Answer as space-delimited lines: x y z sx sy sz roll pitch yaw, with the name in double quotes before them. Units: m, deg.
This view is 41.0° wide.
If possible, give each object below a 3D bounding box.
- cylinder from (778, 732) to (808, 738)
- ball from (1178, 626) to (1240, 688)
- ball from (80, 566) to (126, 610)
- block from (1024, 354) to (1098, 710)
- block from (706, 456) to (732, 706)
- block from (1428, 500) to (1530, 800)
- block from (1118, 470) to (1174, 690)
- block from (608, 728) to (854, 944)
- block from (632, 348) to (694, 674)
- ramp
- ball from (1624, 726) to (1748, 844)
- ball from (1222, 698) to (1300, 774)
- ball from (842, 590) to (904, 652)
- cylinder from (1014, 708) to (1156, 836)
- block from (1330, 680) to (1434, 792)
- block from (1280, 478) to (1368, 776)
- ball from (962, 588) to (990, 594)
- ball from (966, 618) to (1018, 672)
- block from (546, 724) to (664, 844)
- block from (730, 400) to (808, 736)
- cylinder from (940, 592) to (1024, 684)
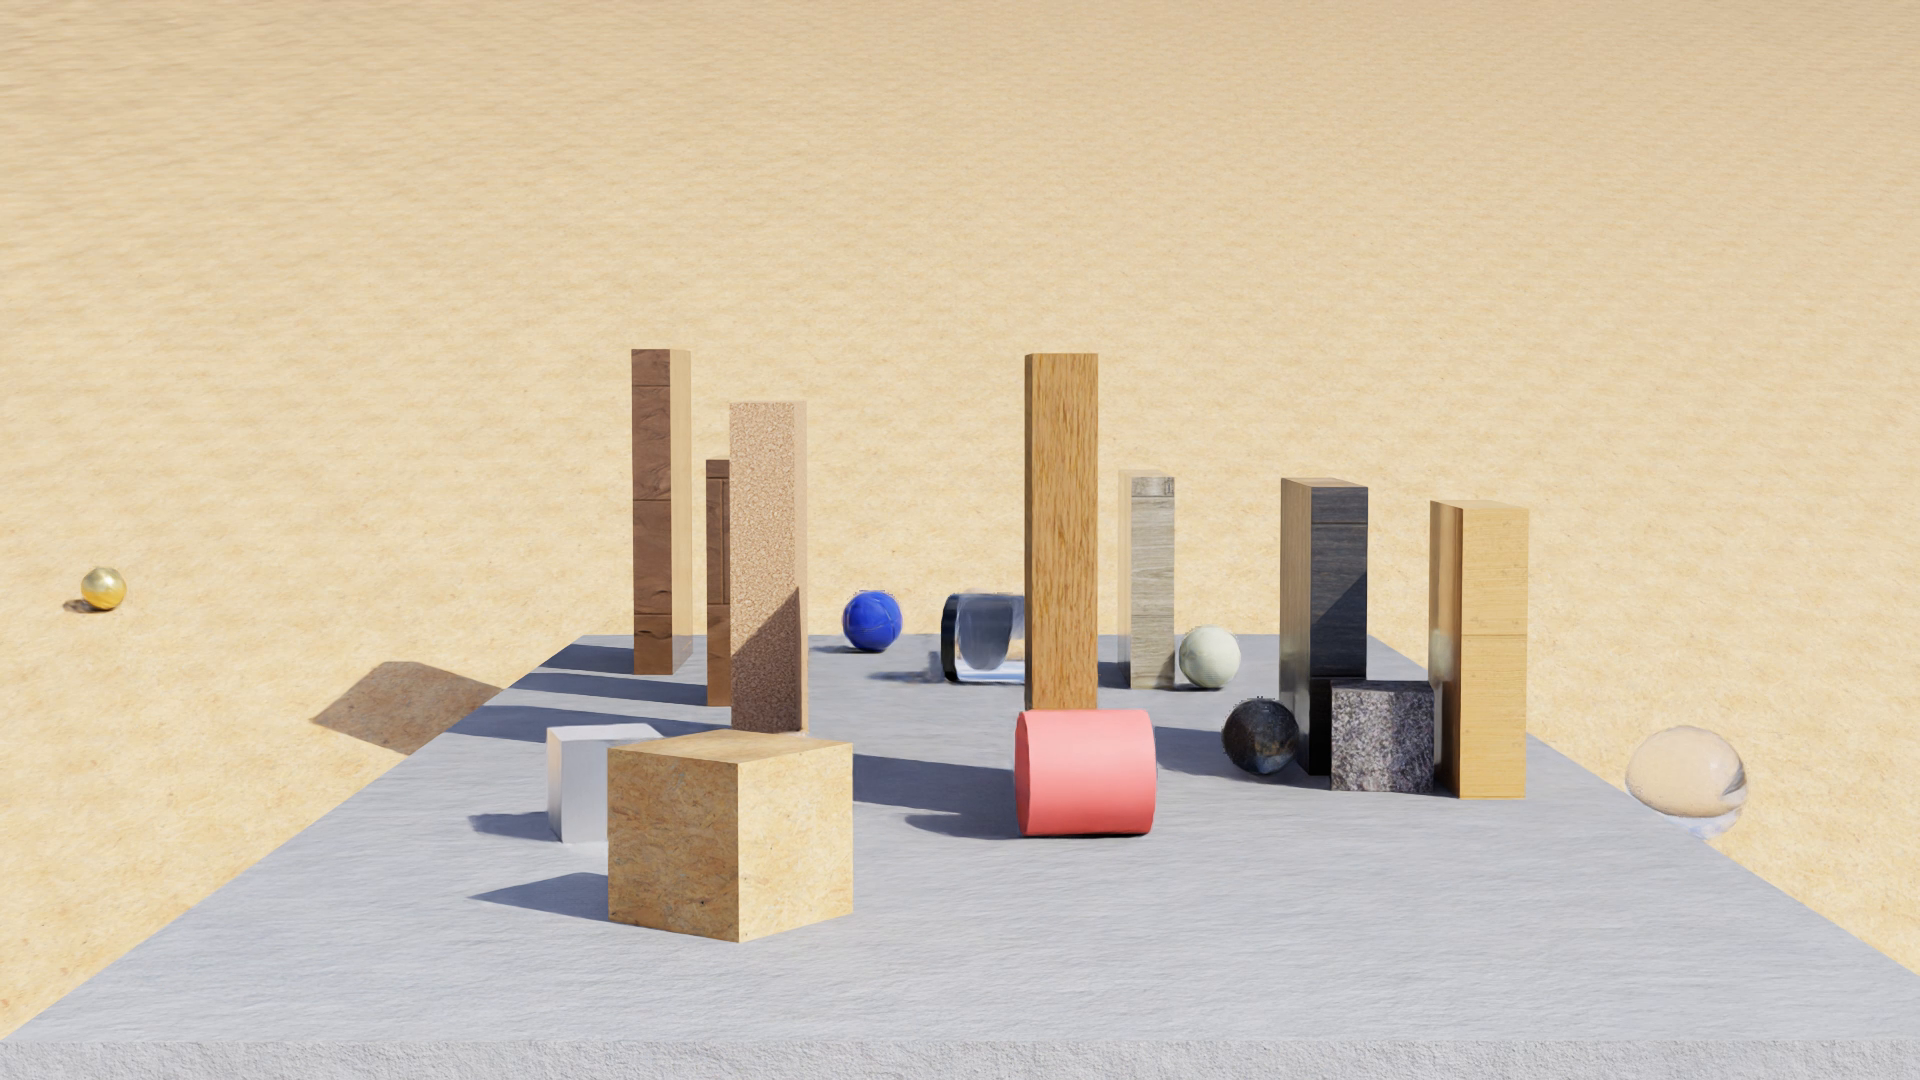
"cylinder" -0.292 0.351 3.876 0.117 0.117 0.117 -2 19 -21
"ball" 0.522 0.245 5.372 0.131 0.131 0.131 0 20 0
"ball" -2.317 0.130 6.944 0.117 0.117 0.117 0 20 0
"block" 0.153 0.058 3.972 0.096 0.689 0.423 0 4 0
"block" -0.454 0.078 5.219 0.098 0.492 0.264 0 4 0
"block" 0.826 0.168 4.110 0.102 0.451 0.278 0 4 0
"block" 0.402 0.077 5.586 0.090 0.445 0.442 0 4 0
"block" -0.278 0.353 3.115 0.210 0.210 0.210 3 5 36
"block" -0.675 -0.074 5.843 0.085 0.715 0.441 0 4 0
"ramp" 0.046 0.418 4.535 2.000 0.100 4.000 0 4 0
"ball" 1.255 0.424 4.438 0.207 0.207 0.207 0 20 0
"ball" 0.496 0.324 4.229 0.126 0.126 0.126 0 20 0
"ball" -0.209 0.194 6.106 0.147 0.147 0.147 0 20 0
"cylinder" 0.178 0.333 3.684 0.178 0.178 0.178 0 20 -6
"block" 0.676 0.314 4.126 0.159 0.159 0.159 0 4 7
"block" 0.620 0.138 4.402 0.093 0.475 0.393 0 4 0
"ball" 0.040 0.180 6.593 0.114 0.114 0.114 0 20 0
"ball" 0.071 0.234 5.692 0.119 0.119 0.119 0 20 0
"block" -0.511 0.348 3.696 0.146 0.146 0.146 -1 4 -17
"block" -0.334 0.062 4.520 0.109 0.611 0.372 0 4 0
"cylinder" 0.074 0.210 5.504 0.190 0.190 0.190 1 19 15
